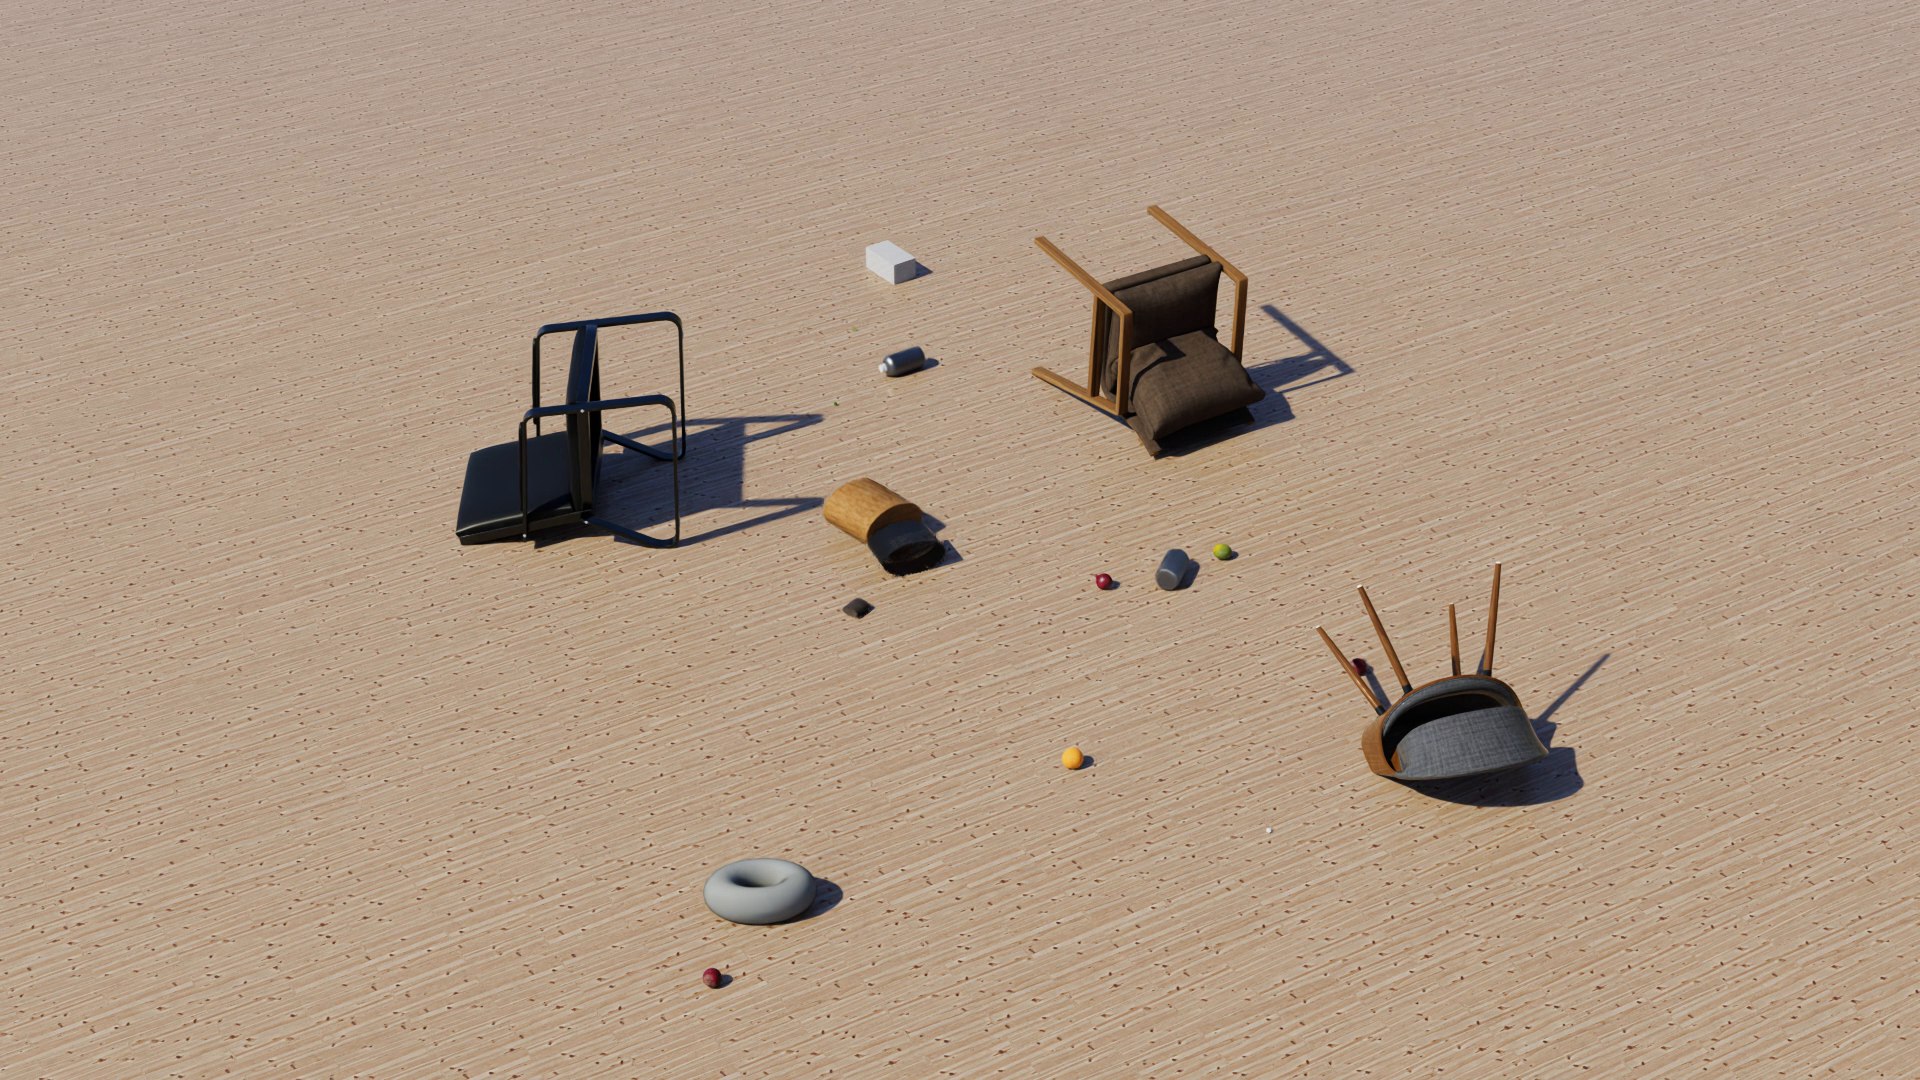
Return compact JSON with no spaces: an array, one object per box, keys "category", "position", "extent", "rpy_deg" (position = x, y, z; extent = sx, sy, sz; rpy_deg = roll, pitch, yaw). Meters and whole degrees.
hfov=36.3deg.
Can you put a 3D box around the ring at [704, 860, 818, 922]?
[{"category":"ring","position":[-0.624,1.097,9.161],"extent":[0.356,0.132,0.220],"rpy_deg":[-2,31,-2]}]

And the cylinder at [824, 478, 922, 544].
[{"category":"cylinder","position":[-0.325,-0.099,10.933],"extent":[0.283,0.175,0.237],"rpy_deg":[-20,37,-41]}]

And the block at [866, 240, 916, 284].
[{"category":"block","position":[-0.300,-1.201,12.679],"extent":[0.114,0.096,0.207],"rpy_deg":[-22,39,-30]}]

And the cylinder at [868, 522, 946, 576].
[{"category":"cylinder","position":[-0.197,0.029,10.776],"extent":[0.248,0.137,0.148],"rpy_deg":[-12,35,-21]}]
